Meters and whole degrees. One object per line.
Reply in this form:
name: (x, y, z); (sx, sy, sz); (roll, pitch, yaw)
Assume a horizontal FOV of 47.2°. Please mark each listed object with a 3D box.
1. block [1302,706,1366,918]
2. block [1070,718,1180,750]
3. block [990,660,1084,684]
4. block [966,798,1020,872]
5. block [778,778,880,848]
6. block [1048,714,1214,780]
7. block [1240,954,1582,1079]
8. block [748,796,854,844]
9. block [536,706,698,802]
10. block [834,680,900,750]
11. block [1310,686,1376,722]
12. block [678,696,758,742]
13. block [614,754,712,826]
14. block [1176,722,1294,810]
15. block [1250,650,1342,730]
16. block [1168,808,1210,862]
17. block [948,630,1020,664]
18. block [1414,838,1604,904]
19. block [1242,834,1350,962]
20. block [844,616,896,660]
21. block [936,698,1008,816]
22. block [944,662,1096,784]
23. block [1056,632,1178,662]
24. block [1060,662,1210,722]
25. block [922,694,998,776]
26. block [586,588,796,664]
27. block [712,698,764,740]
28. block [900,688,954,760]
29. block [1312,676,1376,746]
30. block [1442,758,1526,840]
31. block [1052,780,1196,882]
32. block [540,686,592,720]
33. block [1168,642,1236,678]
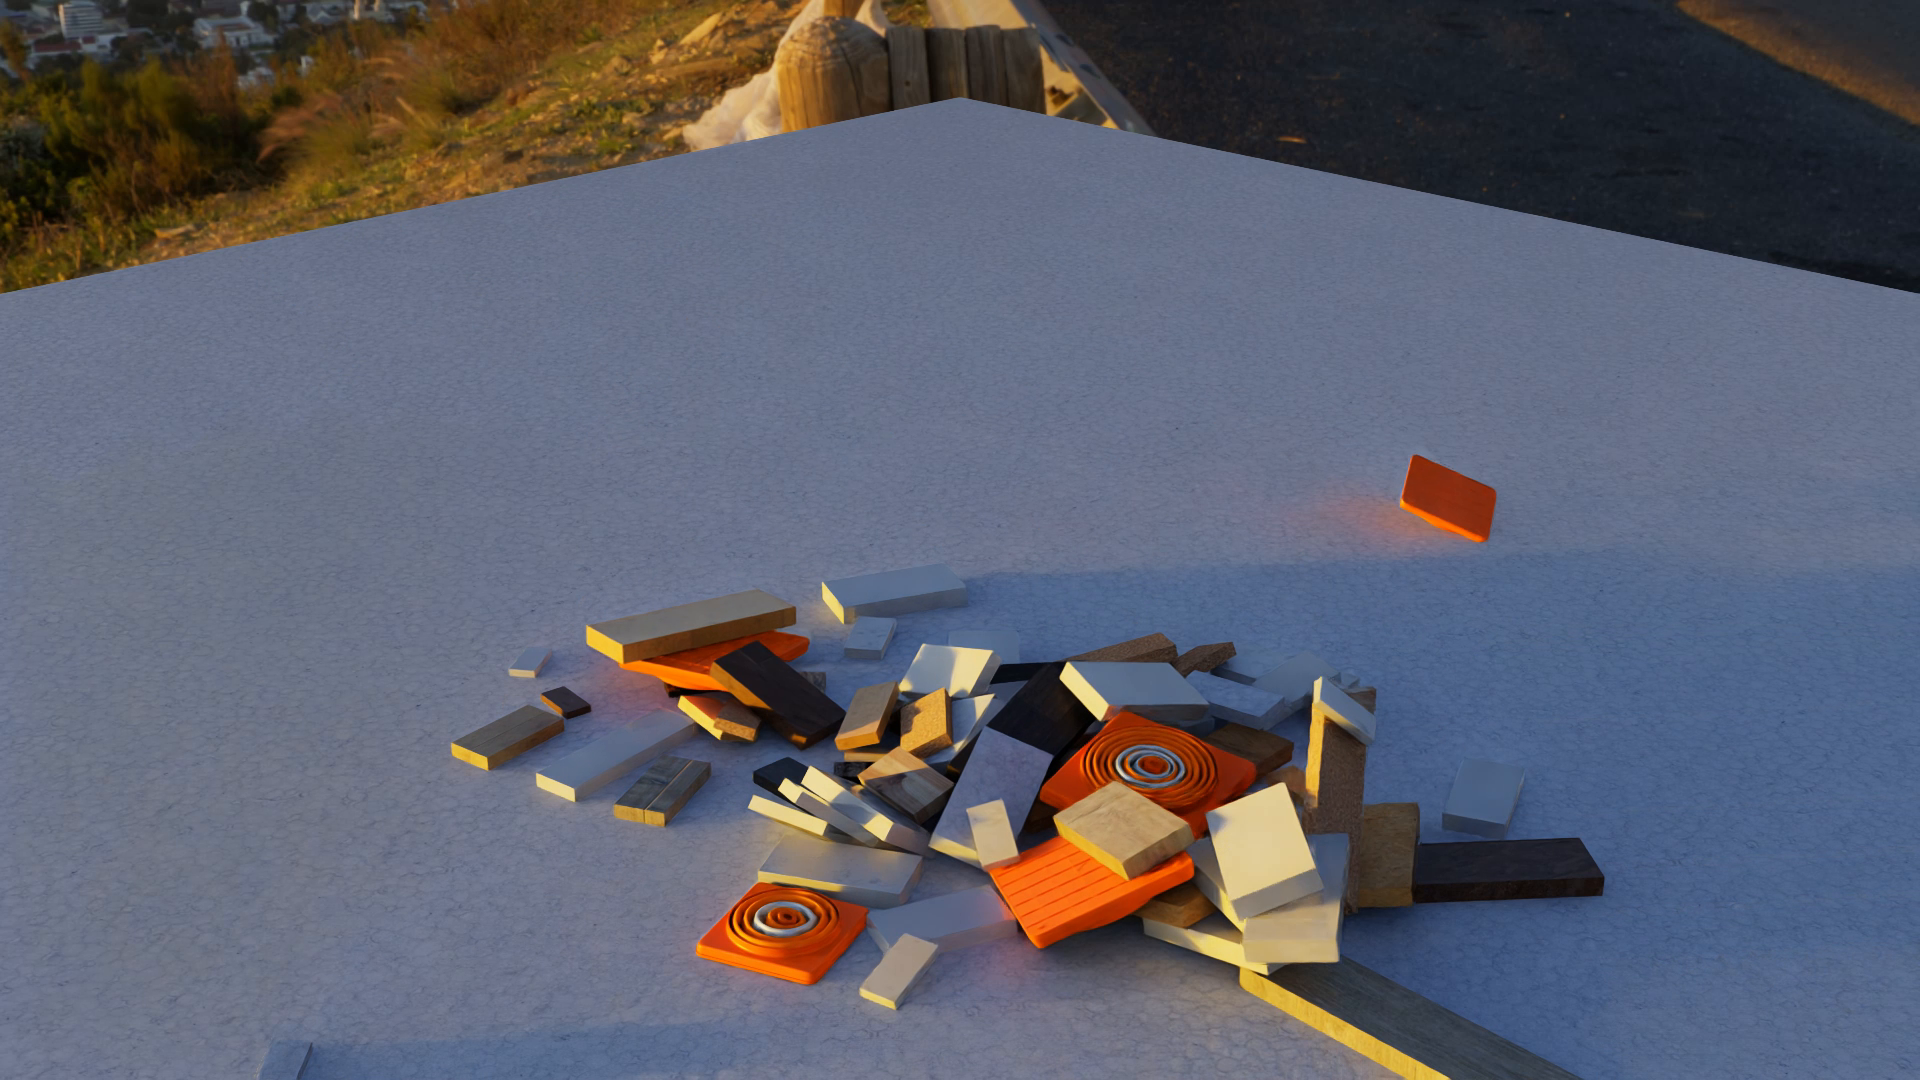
block: (0.713, 0.499, 4.196); (0.035, 0.124, 0.538); (-37, 17, 29)
block: (0.257, 0.400, 4.669); (0.406, 0.032, 0.114); (-4, 23, -10)
block: (0.156, 0.334, 4.836); (0.247, 0.035, 0.123); (-2, 62, -7)
block: (0.064, 0.564, 4.203); (0.073, 0.021, 0.146); (-16, 43, -1)
block: (-0.254, 0.532, 4.281); (0.195, 0.028, 0.098); (34, -5, -25)
block: (0.343, 0.421, 4.713); (0.396, 0.042, 0.149); (-14, 27, -30)
block: (0.775, 0.843, 3.717); (0.157, 0.044, 0.654); (-20, 30, -39)
block: (-0.313, 0.555, 4.334); (0.195, 0.028, 0.098); (14, -14, 36)
block: (-0.722, 0.451, 4.659); (0.110, 0.031, 0.371); (16, 28, 33)
block: (-0.198, 0.378, 4.748); (0.094, 0.027, 0.232); (-13, 21, 16)
block: (0.839, 0.363, 4.814); (0.143, 0.072, 0.020); (-5, 24, -13)
block: (-0.525, 0.388, 4.771); (0.094, 0.027, 0.187); (9, 13, -39)
block: (-0.608, 0.513, 4.512); (0.110, 0.031, 0.220); (8, 24, 17)
block: (0.548, 0.469, 4.602); (0.149, 0.042, 0.299); (20, 30, 39)
block: (0.718, 0.331, 4.850); (0.223, 0.032, 0.112); (-29, 39, -21)
block: (0.450, 0.593, 4.329); (0.097, 0.028, 0.194); (17, 28, 35)
block: (0.056, 0.295, 5.007); (0.160, 0.045, 0.319); (0, 23, -1)
block: (0.999, 0.634, 4.215); (0.428, 0.041, 0.146); (-2, 23, -4)
block: (0.590, 0.621, 3.834); (0.157, 0.044, 0.314); (-3, 26, 16)
block: (-0.211, 0.230, 5.186); (0.089, 0.025, 0.177); (4, 23, 9)
block: (0.058, 0.457, 4.513); (0.108, 0.030, 0.325); (17, 43, 14)
block: (0.138, 0.408, 4.520); (0.152, 0.043, 0.381); (33, 46, 15)
block: (0.339, 0.276, 4.969); (0.285, 0.035, 0.123); (-15, 13, -8)
block: (0.371, 0.320, 4.653); (0.304, 0.043, 0.152); (3, 31, -41)
block: (-0.010, 0.413, 4.626); (0.114, 0.032, 0.229); (-13, 26, 35)
block: (-0.616, 0.197, 5.079); (0.464, 0.045, 0.160); (-12, 22, -37)
block: (-0.472, 0.384, 4.733); (0.089, 0.025, 0.177); (18, 10, 0)
block: (-0.071, 0.394, 4.658); (0.108, 0.030, 0.215); (-27, 21, 9)
block: (0.760, 0.338, 4.347); (0.146, 0.021, 0.073); (37, 35, -14)
block: (1.067, 0.525, 4.479); (0.124, 0.035, 0.248); (9, 25, 20)
block: (0.301, 0.536, 4.080); (0.146, 0.041, 0.292); (-28, 19, -16)
block: (-0.876, 0.361, 4.888); (0.059, 0.017, 0.119); (-17, 29, -35)
block: (0.510, 0.290, 4.962); (0.223, 0.032, 0.112); (-26, 9, -39)
